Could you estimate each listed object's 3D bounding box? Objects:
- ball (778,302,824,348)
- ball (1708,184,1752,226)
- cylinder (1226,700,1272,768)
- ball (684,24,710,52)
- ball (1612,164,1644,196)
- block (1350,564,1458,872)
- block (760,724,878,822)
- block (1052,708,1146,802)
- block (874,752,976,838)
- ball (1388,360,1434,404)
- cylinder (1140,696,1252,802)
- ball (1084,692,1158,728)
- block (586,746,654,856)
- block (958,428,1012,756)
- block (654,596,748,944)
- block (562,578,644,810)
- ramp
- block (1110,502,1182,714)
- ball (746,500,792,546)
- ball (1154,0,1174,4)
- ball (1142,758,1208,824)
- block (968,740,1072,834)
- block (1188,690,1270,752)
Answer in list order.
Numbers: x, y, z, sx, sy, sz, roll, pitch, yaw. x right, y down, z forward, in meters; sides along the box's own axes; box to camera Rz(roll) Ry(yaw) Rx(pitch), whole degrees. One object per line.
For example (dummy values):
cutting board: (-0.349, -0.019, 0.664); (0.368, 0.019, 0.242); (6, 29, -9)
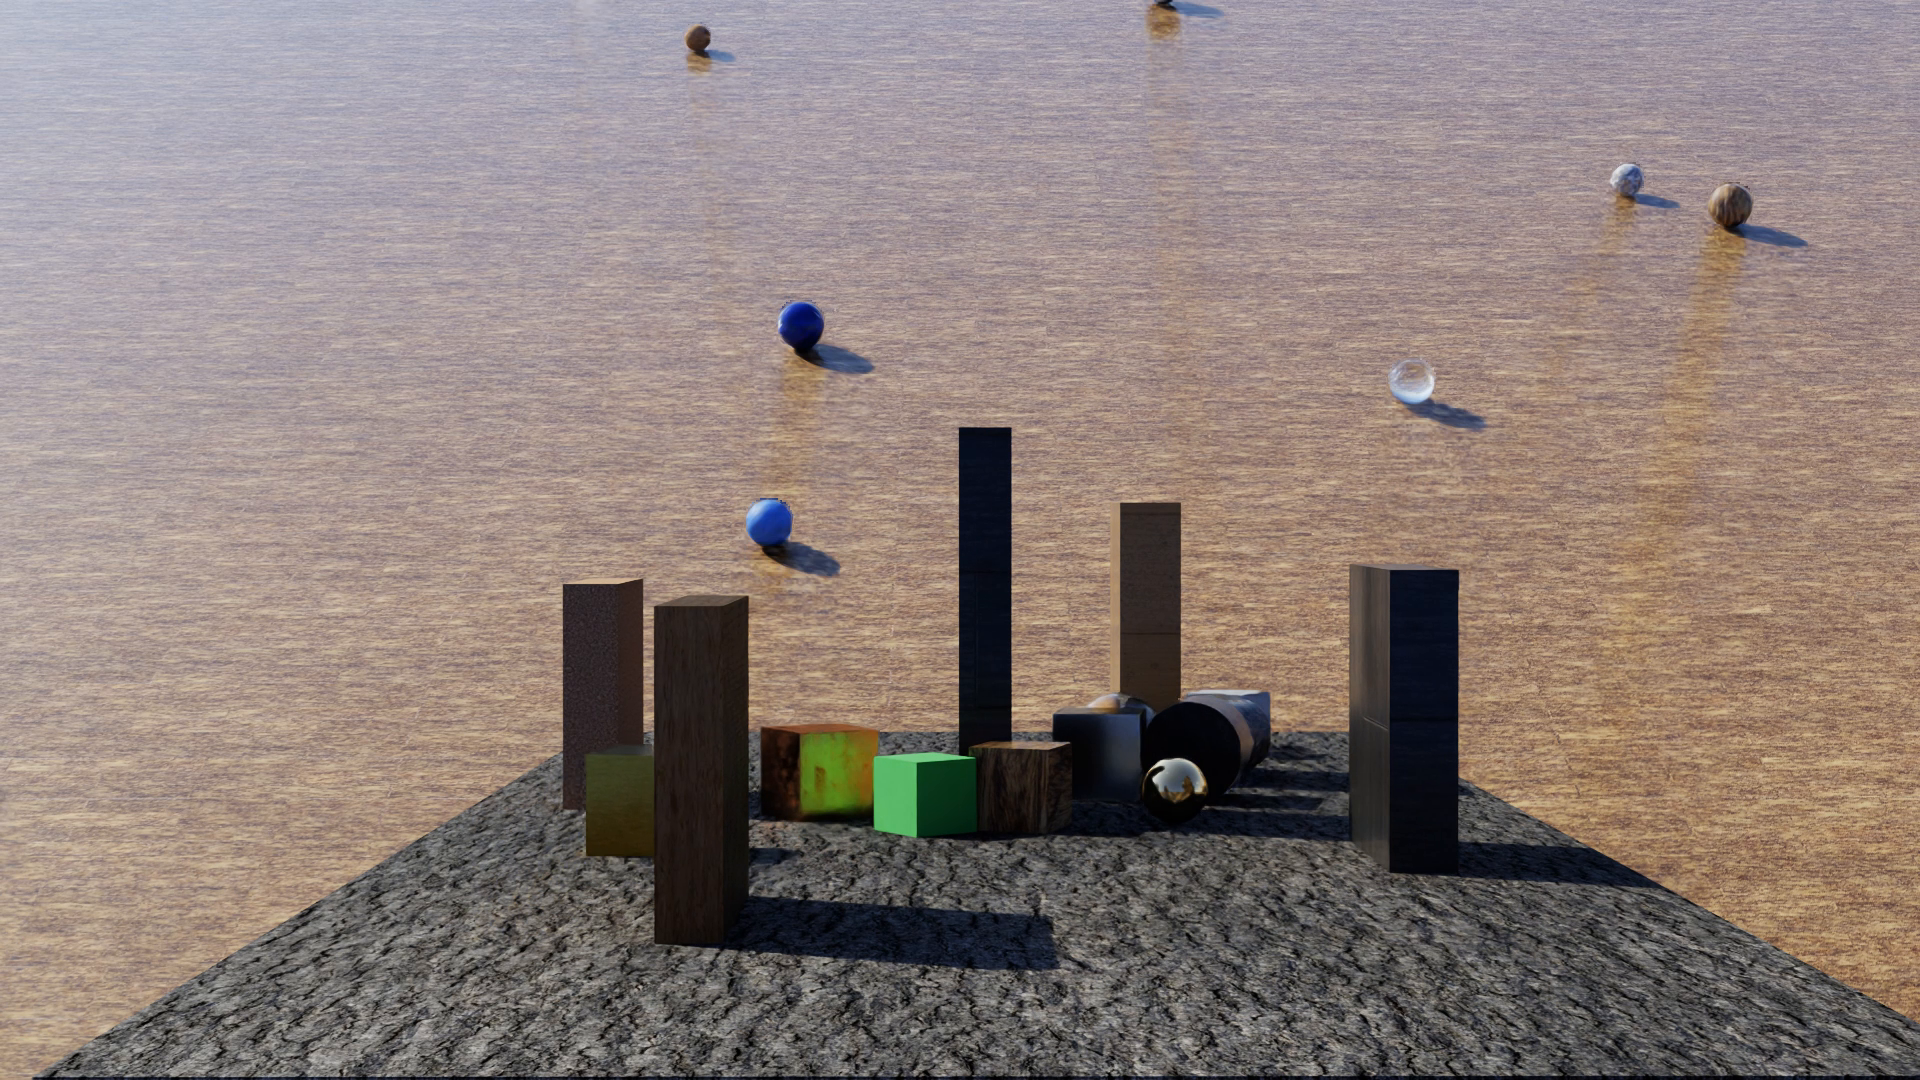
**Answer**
ball: (-0.551, -0.745, 8.953); (0.164, 0.164, 0.164); (0, 28, 0)
ball: (2.978, -1.294, 9.987); (0.166, 0.166, 0.166); (0, 28, 0)
cylinder: (0.569, 0.426, 5.607); (0.153, 0.153, 0.153); (25, 17, 38)
ball: (-1.218, -2.331, 11.996); (0.120, 0.120, 0.120); (0, 28, 0)
ball: (2.661, -1.438, 10.303); (0.125, 0.125, 0.125); (0, 28, 0)
block: (0.727, 0.282, 4.257); (0.108, 0.475, 0.417); (0, 1, 0)
block: (-0.264, 0.432, 4.818); (0.162, 0.162, 0.162); (0, 1, -31)
block: (0.278, 0.424, 5.118); (0.171, 0.171, 0.171); (0, 1, 9)
block: (-0.062, 0.451, 4.582); (0.131, 0.131, 0.131); (-1, 1, -36)
ball: (1.495, -0.522, 8.548); (0.149, 0.149, 0.149); (0, 28, 0)
cylinder: (0.467, 0.411, 5.090); (0.196, 0.196, 0.196); (7, 2, 12)
ball: (0.324, 0.410, 5.295); (0.194, 0.194, 0.194); (0, 28, 0)
block: (-0.519, 0.436, 4.328); (0.167, 0.167, 0.167); (0, 1, 12)
block: (0.046, 0.152, 4.893); (0.096, 0.720, 0.339); (0, 1, 0)
block: (-0.357, 0.306, 3.604); (0.091, 0.444, 0.418); (0, 1, 0)
block: (-0.702, 0.295, 5.105); (0.105, 0.429, 0.397); (0, 1, 0)
ramp: (0.063, 0.565, 4.605); (2.000, 0.100, 4.000); (0, 1, 0)
block: (0.397, 0.211, 5.562); (0.127, 0.584, 0.345); (0, 1, 0)
ball: (-0.566, -0.049, 7.664); (0.140, 0.140, 0.140); (0, 28, 0)
ball: (0.998, -2.727, 12.669); (0.190, 0.190, 0.190); (0, 28, 0)
ball: (0.390, 0.454, 4.686); (0.120, 0.120, 0.120); (0, 28, 0)
block: (0.109, 0.441, 4.633); (0.148, 0.148, 0.148); (0, 1, 19)
block: (0.626, 0.426, 6.015); (0.143, 0.143, 0.143); (0, 1, 32)
